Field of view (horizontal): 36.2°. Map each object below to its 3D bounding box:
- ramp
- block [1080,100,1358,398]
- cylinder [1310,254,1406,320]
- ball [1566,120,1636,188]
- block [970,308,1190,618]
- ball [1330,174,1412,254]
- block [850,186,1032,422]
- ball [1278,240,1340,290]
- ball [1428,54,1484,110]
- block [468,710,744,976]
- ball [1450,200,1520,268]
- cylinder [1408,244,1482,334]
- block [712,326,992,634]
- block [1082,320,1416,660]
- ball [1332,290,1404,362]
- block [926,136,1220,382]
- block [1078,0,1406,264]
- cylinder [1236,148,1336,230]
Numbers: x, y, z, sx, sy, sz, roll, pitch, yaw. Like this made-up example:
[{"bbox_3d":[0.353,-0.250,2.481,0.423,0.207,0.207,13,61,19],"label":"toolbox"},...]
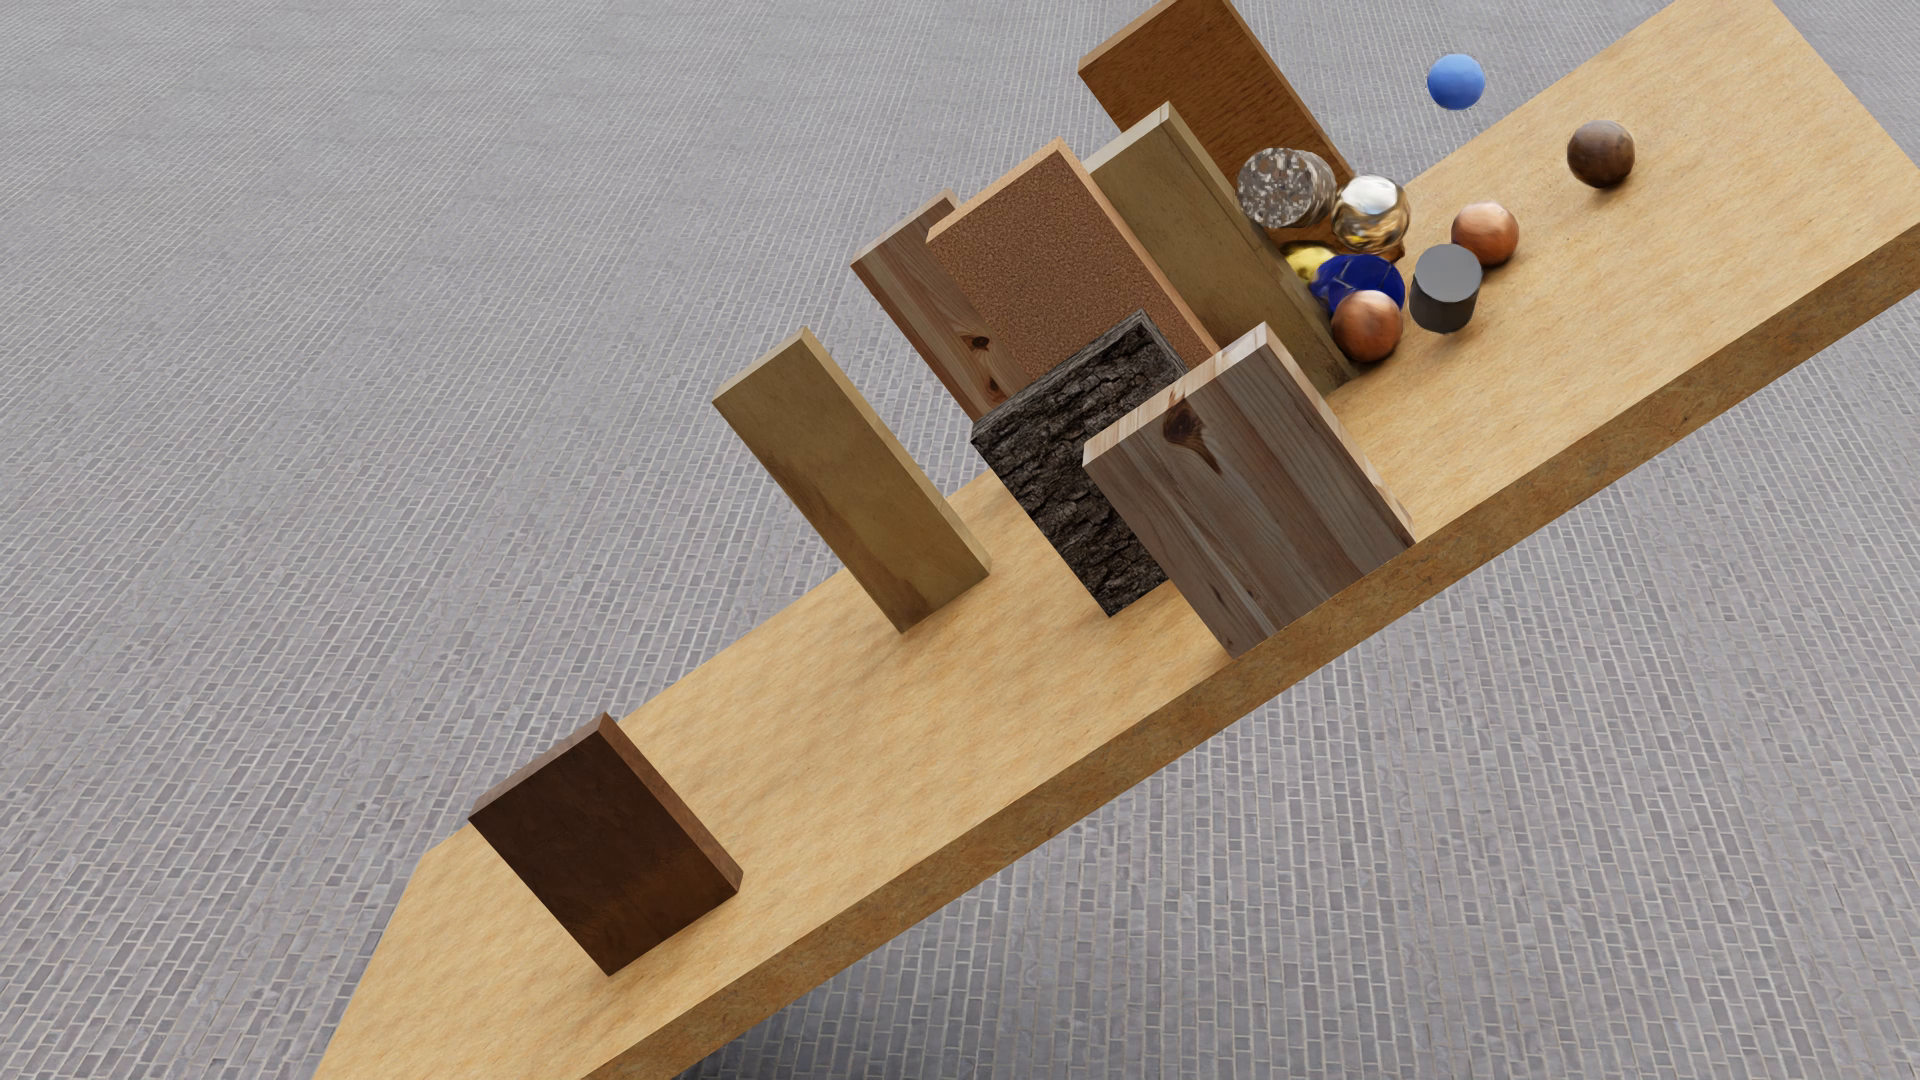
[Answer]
[{"bbox_3d":[0.129,0.179,6.321,4.000,0.100,2.000,-34,16,16],"label":"ramp"},{"bbox_3d":[0.484,-0.524,6.062,0.346,0.667,0.143,-34,16,16],"label":"block"},{"bbox_3d":[0.832,-0.517,6.171,0.163,0.163,0.163,-3,6,-8],"label":"cylinder"},{"bbox_3d":[1.296,-0.781,5.945,0.137,0.137,0.137,0,22,0],"label":"ball"},{"bbox_3d":[0.324,-0.148,5.754,0.409,0.459,0.104,-34,16,16],"label":"block"},{"bbox_3d":[0.814,-0.645,5.831,0.159,0.159,0.159,0,22,0],"label":"ball"},{"bbox_3d":[0.059,-0.477,6.897,0.280,0.664,0.091,-34,16,16],"label":"block"},{"bbox_3d":[0.750,-0.552,6.407,0.205,0.205,0.205,0,22,0],"label":"ball"},{"bbox_3d":[1.025,-0.946,6.078,0.117,0.117,0.117,0,22,0],"label":"ball"},{"bbox_3d":[-0.716,0.619,5.962,0.344,0.447,0.088,-34,16,16],"label":"block"},{"bbox_3d":[1.072,-0.624,6.006,0.138,0.138,0.138,0,22,0],"label":"ball"},{"bbox_3d":[0.957,-0.496,5.802,0.130,0.130,0.130,-1,66,2],"label":"cylinder"},{"bbox_3d":[-0.236,-0.130,6.546,0.252,0.685,0.093,-34,16,16],"label":"block"},{"bbox_3d":[0.508,-0.083,5.166,0.388,0.453,0.119,-34,16,16],"label":"block"},{"bbox_3d":[0.832,-0.438,6.007,0.148,0.148,0.148,0,22,0],"label":"ball"},{"bbox_3d":[0.297,-0.411,5.978,0.328,0.768,0.109,-34,16,16],"label":"block"},{"bbox_3d":[0.622,-0.843,6.482,0.343,0.756,0.119,-34,16,16],"label":"block"},{"bbox_3d":[0.670,-0.719,6.024,0.162,0.162,0.162,11,9,24],"label":"cylinder"}]
